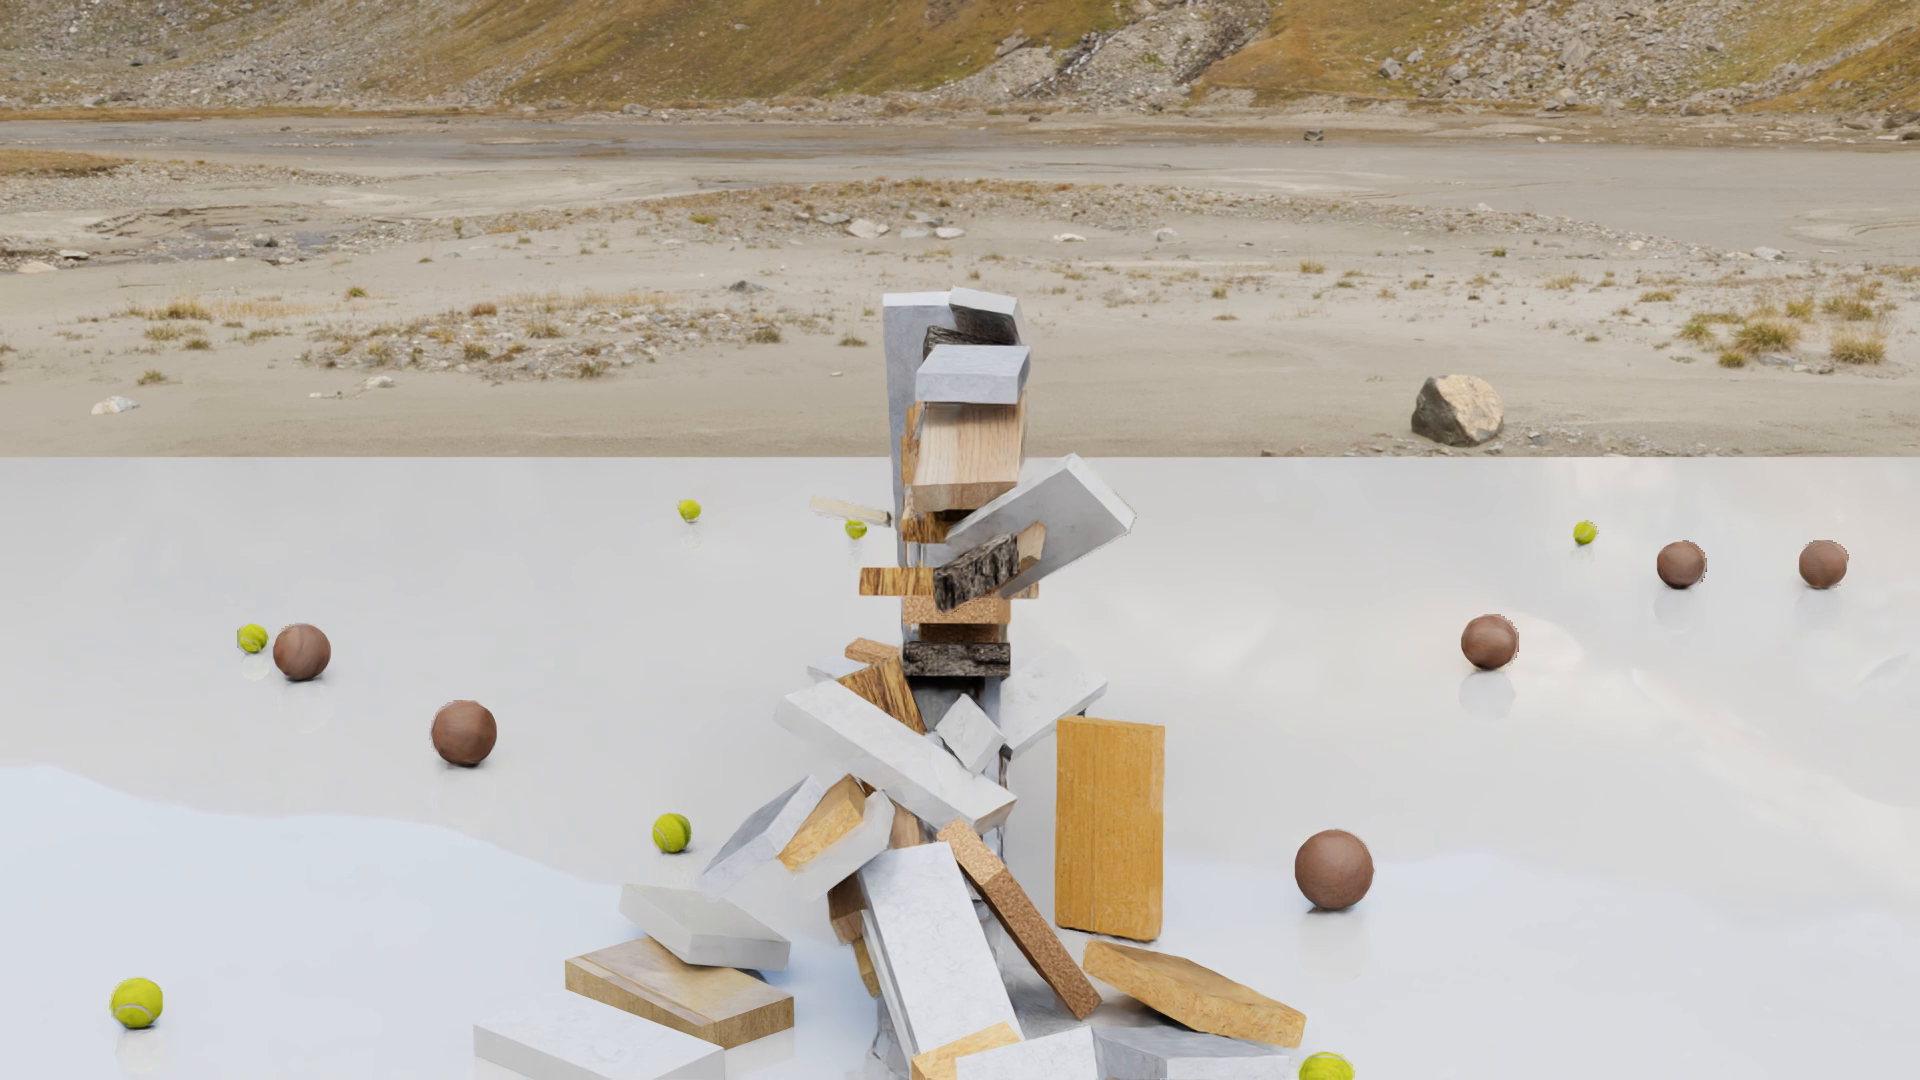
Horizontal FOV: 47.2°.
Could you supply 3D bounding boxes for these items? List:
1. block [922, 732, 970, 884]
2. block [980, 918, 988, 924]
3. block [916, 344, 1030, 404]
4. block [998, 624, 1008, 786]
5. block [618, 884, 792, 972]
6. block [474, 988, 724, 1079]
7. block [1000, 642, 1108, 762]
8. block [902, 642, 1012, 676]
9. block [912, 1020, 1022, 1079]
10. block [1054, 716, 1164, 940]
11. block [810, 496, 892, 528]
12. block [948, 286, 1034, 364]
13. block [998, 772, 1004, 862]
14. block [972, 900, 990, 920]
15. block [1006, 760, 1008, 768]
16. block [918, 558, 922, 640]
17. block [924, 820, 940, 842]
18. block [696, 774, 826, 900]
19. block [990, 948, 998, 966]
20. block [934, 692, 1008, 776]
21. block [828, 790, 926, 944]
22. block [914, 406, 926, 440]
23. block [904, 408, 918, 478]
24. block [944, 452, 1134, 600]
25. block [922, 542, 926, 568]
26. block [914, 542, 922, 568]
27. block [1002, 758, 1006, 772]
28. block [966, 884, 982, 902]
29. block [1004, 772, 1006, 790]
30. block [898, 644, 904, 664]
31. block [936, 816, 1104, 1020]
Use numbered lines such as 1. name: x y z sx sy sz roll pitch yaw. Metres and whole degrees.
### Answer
1. block: -0.055 0.429 3.443 0.120 0.239 0.034 -15 7 4
2. block: 0.001 0.597 3.457 0.067 0.019 0.133 -8 -6 8
3. block: 0.027 -0.294 3.871 0.172 0.049 0.344 2 13 5
4. block: 0.014 0.301 3.987 0.135 0.038 0.438 0 39 3
5. block: -0.395 0.591 3.369 0.159 0.045 0.318 11 0 -27
6. block: -0.492 0.694 2.984 0.324 0.046 0.162 9 14 39
7. block: 0.133 0.282 3.858 0.240 0.034 0.120 -32 57 -31
8. block: -0.001 0.196 3.649 0.171 0.048 0.341 1 -2 1
9. block: 0.062 0.686 2.595 0.131 0.037 0.262 -17 37 -24
10. block: 0.236 0.453 3.474 0.167 0.333 0.047 4 7 31
11. block: -0.243 -0.062 4.907 0.174 0.025 0.087 12 -7 7
12. block: 0.064 -0.421 4.373 0.131 0.037 0.261 12 -17 13
13. block: 0.001 0.473 3.945 0.153 0.043 0.305 0 27 2
14. block: 0.007 0.566 3.347 0.067 0.019 0.133 -6 -6 -4
15. block: -0.017 0.369 4.519 0.175 0.049 0.349 -2 22 -9
16. block: -0.033 0.123 4.546 0.105 0.211 0.030 -1 44 -2
17. block: -0.063 0.506 3.318 0.120 0.034 0.239 -21 28 5
18. block: -0.279 0.418 3.116 0.125 0.035 0.249 -35 4 17
19. block: -0.004 0.615 3.199 0.092 0.026 0.185 -3 -13 -7
20. block: 0.016 0.295 3.348 0.020 0.072 0.143 37 4 -31
21. block: -0.121 0.460 3.191 0.145 0.041 0.291 -22 25 4
22. block: 0.003 -0.236 4.429 0.165 0.047 0.330 16 14 -1
23. block: -0.023 -0.172 4.654 0.160 0.045 0.320 4 33 -9
24. block: 0.125 -0.020 3.540 0.291 0.145 0.041 -31 22 40
25. block: 0.005 0.125 4.356 0.152 0.355 0.043 -3 10 -5
26. block: -0.014 0.043 4.525 0.152 0.304 0.043 3 48 -6
27. block: 0.011 0.349 4.107 0.153 0.043 0.305 0 19 1
28. block: -0.010 0.551 3.403 0.086 0.024 0.200 -12 -14 20
29. block: 0.000 0.408 4.286 0.175 0.049 0.349 0 25 0
30. block: -0.021 0.268 4.581 0.175 0.049 0.349 -2 8 -8
31. block: 0.085 0.540 3.132 0.043 0.305 0.153 -38 32 -8
